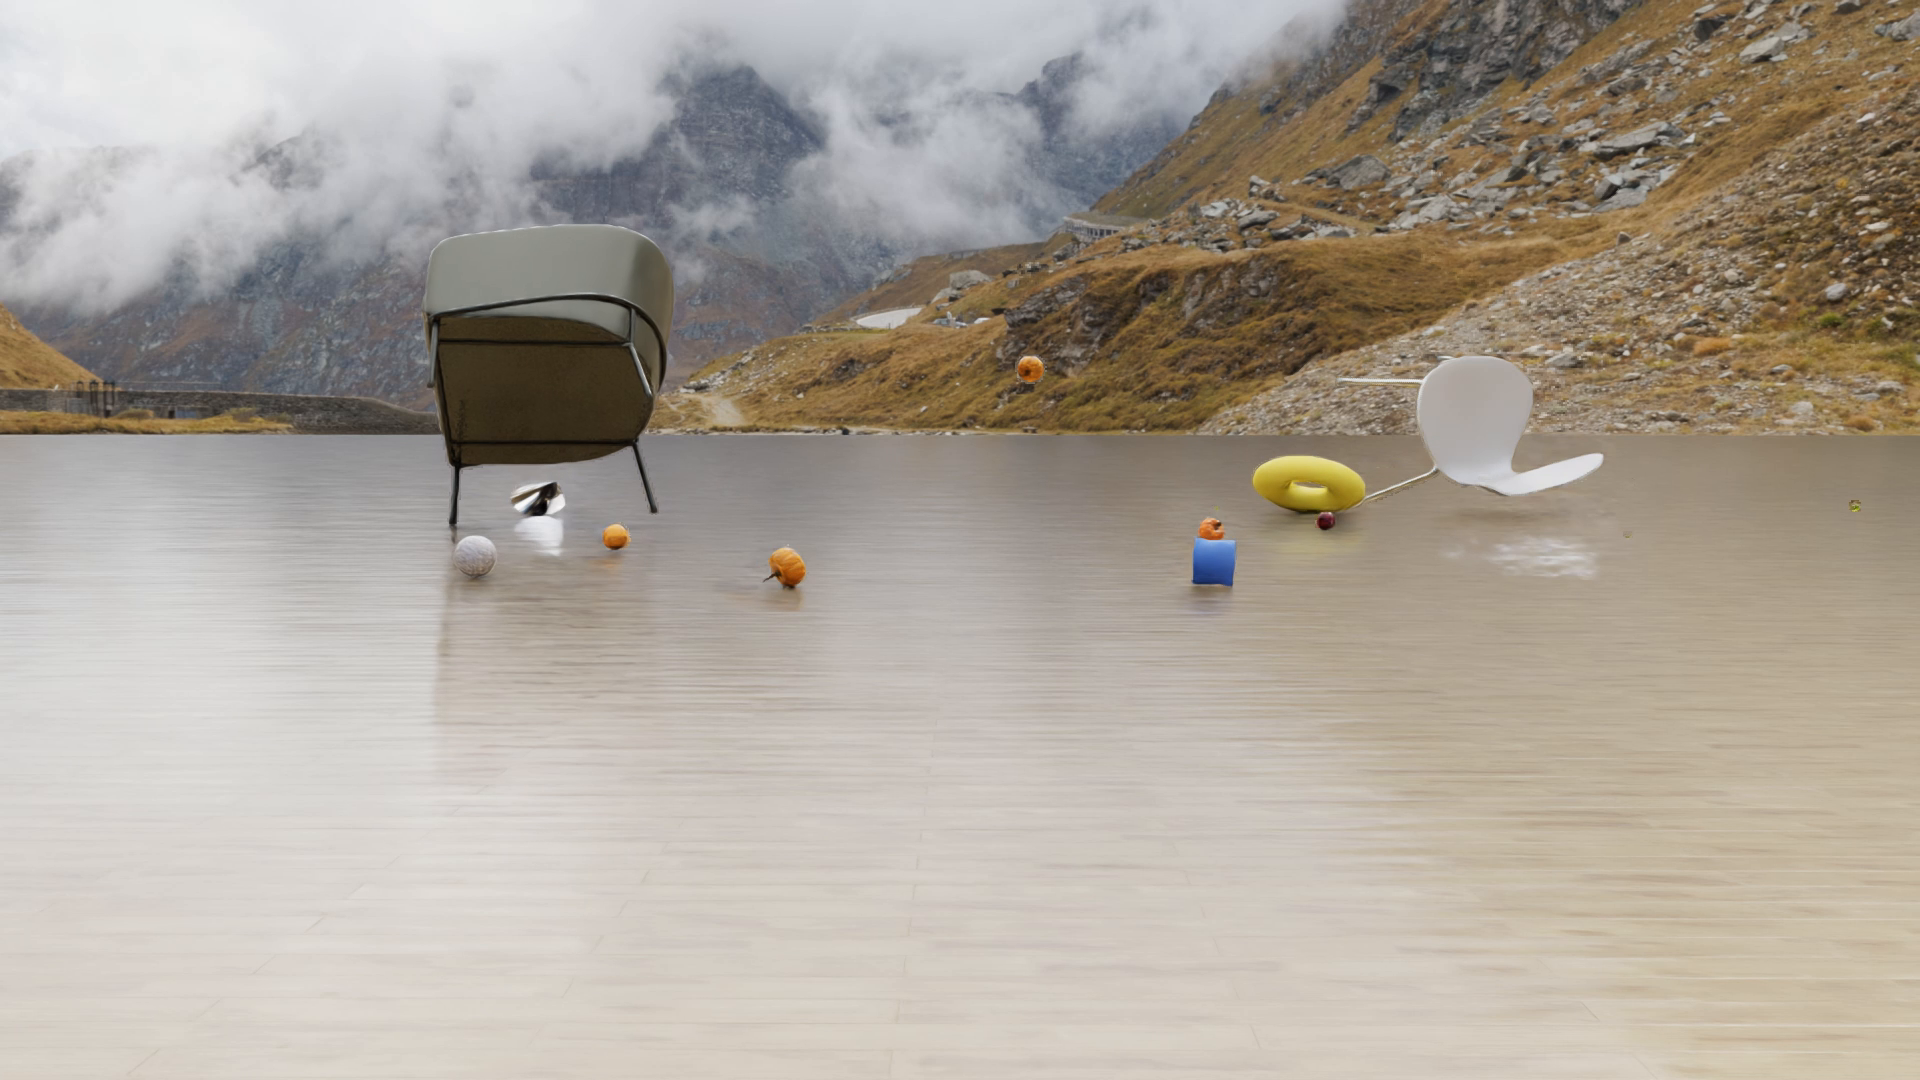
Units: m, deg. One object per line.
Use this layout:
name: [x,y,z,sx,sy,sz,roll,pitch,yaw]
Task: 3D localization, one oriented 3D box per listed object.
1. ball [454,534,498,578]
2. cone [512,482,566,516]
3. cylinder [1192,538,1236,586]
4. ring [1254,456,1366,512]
ball: [-1.155,0.039,5.246,0.101,0.101,0.101,0,4,0]
cone: [-1.445,-0.174,7.708,0.202,0.119,0.215,-5,-14,-30]
cylinder: [0.578,0.051,5.008,0.093,0.102,0.068,4,3,8]
ring: [1.261,-0.199,7.944,0.405,0.235,0.105,7,47,8]
